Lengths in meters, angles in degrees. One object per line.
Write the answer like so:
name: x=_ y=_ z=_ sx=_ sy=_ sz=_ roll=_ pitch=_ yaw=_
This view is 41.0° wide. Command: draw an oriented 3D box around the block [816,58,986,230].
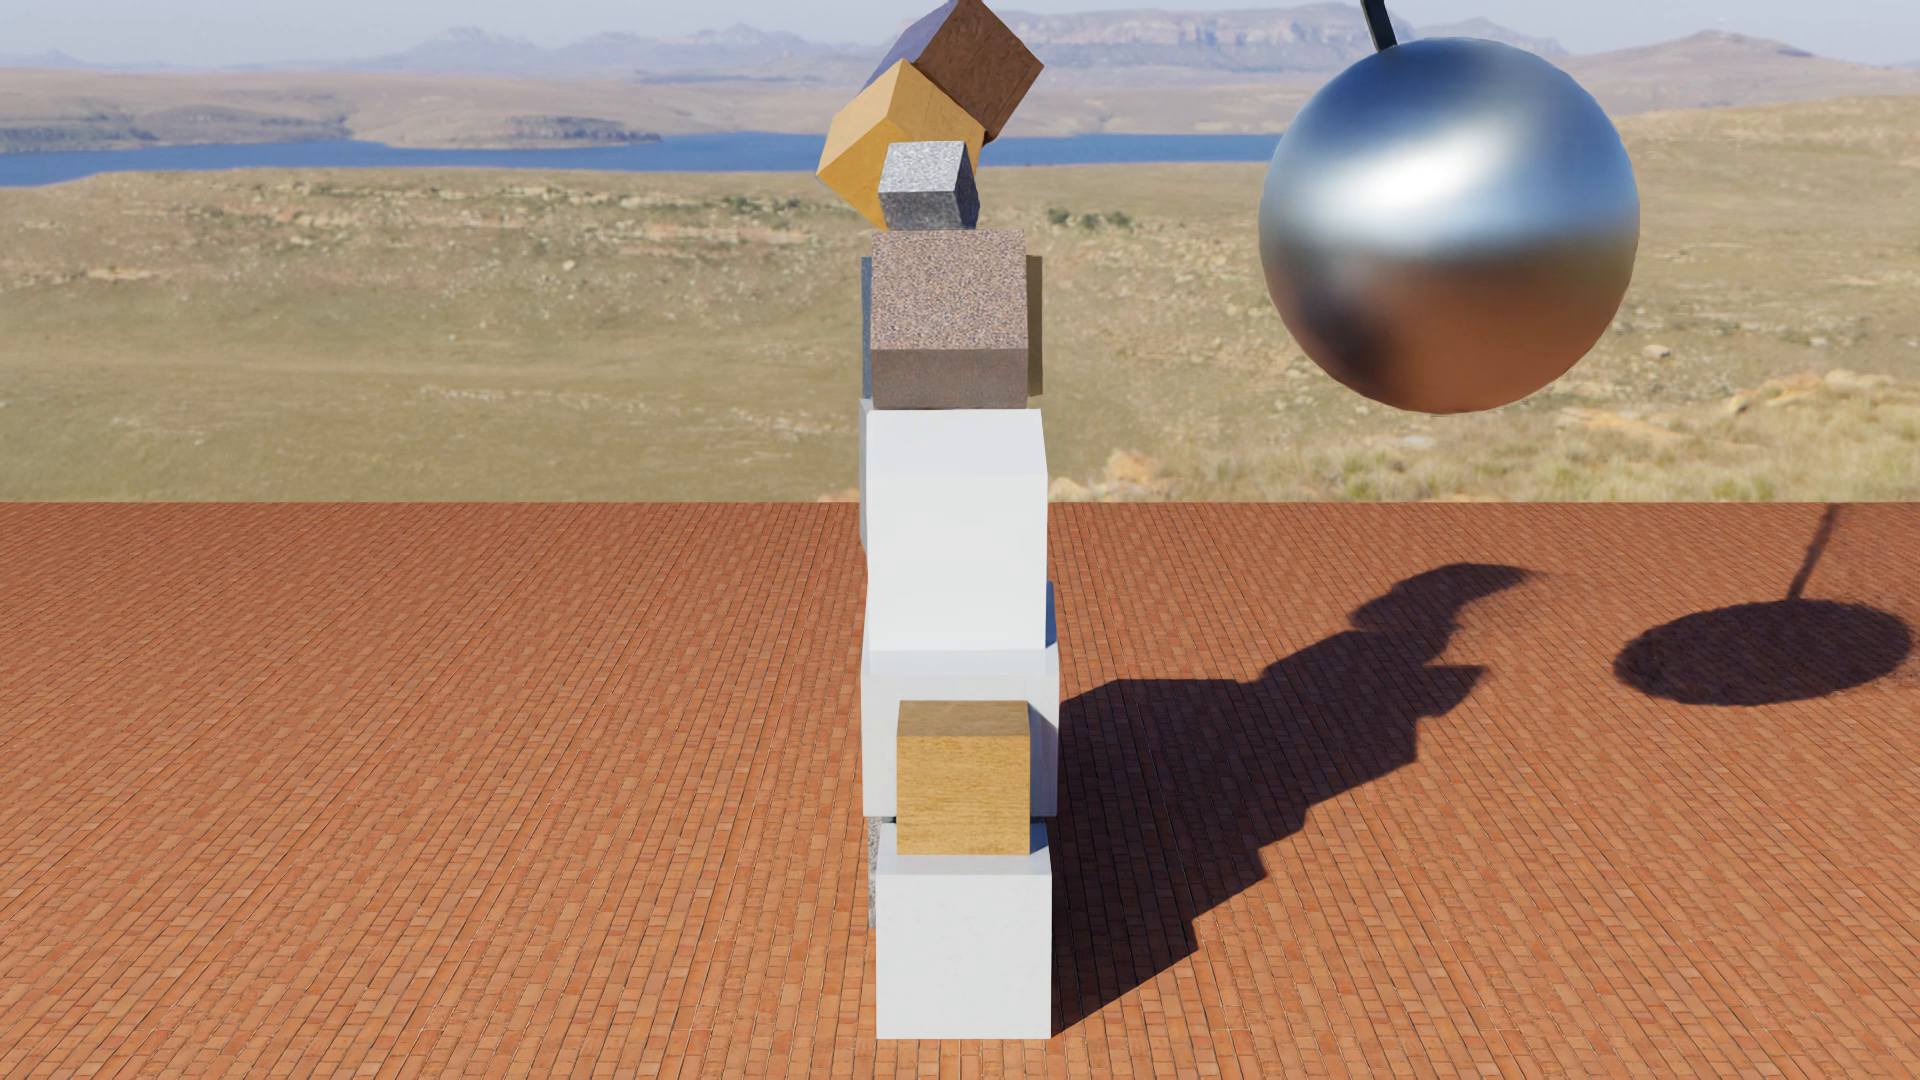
block: x=-0.263 y=-1.748 z=11.559 sx=0.480 sy=0.514 sz=0.457 roll=-34 pitch=30 yaw=36

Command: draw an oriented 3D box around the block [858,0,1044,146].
block: x=-0.050 y=-2.133 z=11.974 sx=0.534 sy=0.512 sz=0.518 roll=-19 pitch=33 yaw=53

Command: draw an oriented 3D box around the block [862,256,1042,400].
block: x=-0.028 y=-0.954 z=11.472 sx=0.669 sy=0.627 sz=0.571 roll=1 pitch=6 yaw=17

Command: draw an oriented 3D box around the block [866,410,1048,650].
block: x=-0.016 y=-0.046 z=10.289 sx=0.696 sy=0.757 sz=0.642 roll=0 pitch=27 yaw=-1

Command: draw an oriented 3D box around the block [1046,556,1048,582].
block: x=-0.005 y=0.424 z=11.314 sx=0.747 sy=0.795 sz=0.707 roll=0 pitch=9 yaw=-1

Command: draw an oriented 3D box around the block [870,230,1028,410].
block: x=-0.042 y=-0.819 z=10.567 sx=0.623 sy=0.640 sz=0.646 roll=0 pitch=53 yaw=0

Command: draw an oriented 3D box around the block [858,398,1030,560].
block: x=-0.073 y=-0.278 z=11.194 sx=0.702 sy=0.629 sz=0.659 roll=-1 pitch=9 yaw=-5

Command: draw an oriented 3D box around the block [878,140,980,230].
block: x=-0.132 y=-1.489 z=11.202 sx=0.339 sy=0.386 sz=0.309 roll=1 pitch=51 yaw=14

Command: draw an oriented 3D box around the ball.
ball: x=2.074 y=-1.335 z=10.938 sx=1.600 sy=1.600 sz=1.600 roll=0 pitch=10 yaw=0

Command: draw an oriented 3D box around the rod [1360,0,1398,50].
rod: x=0.899 y=-4.474 z=10.367 sx=0.080 sy=5.200 sz=0.080 roll=-20 pitch=10 yaw=4

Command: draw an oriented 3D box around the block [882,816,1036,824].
block: x=-0.003 y=1.426 z=10.344 sx=0.634 sy=0.493 sz=0.570 roll=0 pitch=10 yaw=0

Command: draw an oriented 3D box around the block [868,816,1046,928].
block: x=-0.012 y=1.218 z=11.019 sx=0.736 sy=0.662 sz=0.814 roll=0 pitch=10 yaw=0

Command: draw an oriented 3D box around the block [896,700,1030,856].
block: x=0.012 y=0.903 z=9.806 sx=0.495 sy=0.460 sz=0.556 roll=0 pitch=10 yaw=0

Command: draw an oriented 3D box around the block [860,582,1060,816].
block: x=0.001 y=0.639 z=10.489 sx=0.774 sy=0.646 sz=0.796 roll=0 pitch=27 yaw=0

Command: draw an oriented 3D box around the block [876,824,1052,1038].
block: x=0.014 y=1.471 z=9.721 sx=0.641 sy=0.628 sz=0.653 roll=0 pitch=10 yaw=0
